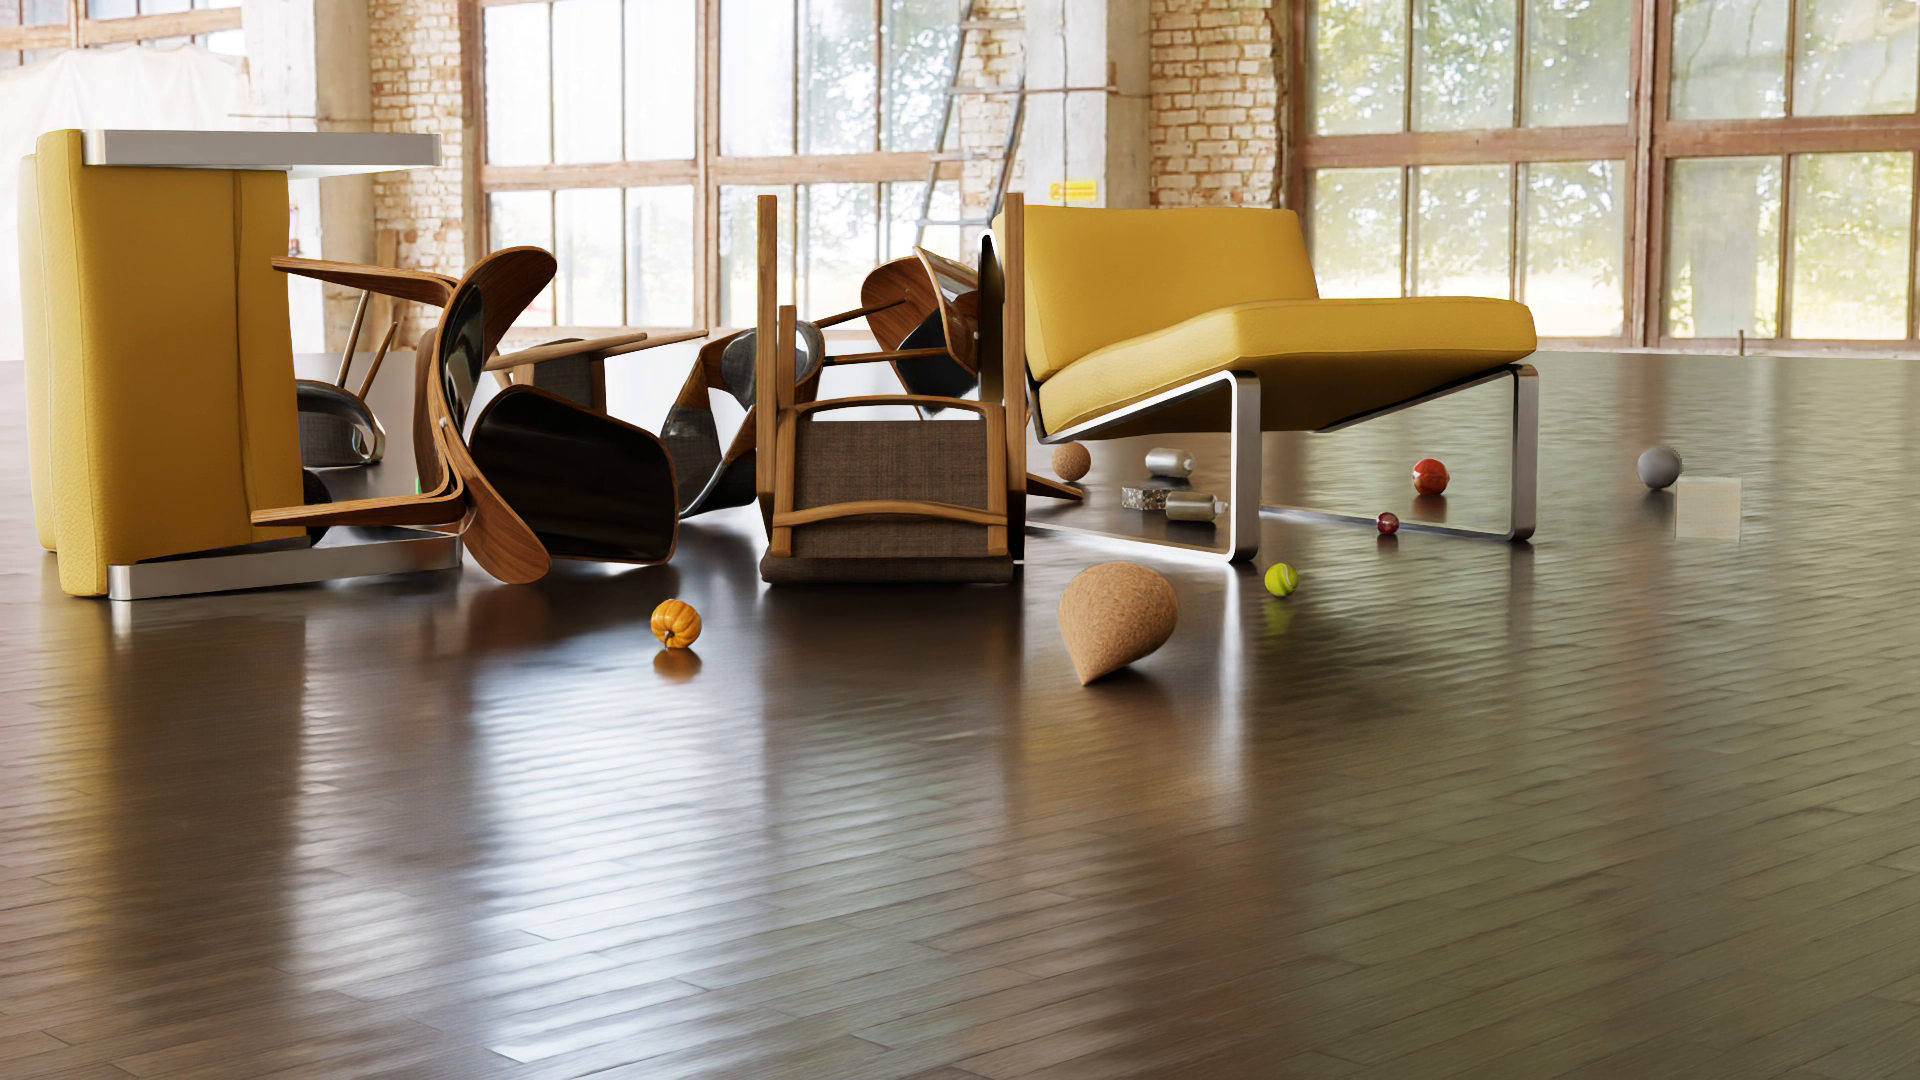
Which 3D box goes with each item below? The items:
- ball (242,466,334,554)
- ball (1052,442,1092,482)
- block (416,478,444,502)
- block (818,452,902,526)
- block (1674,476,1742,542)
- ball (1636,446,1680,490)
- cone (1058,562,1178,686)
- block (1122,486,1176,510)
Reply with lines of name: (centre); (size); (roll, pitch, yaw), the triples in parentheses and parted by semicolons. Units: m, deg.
ball: (-1.595, -0.072, 6.089); (0.209, 0.209, 0.209); (0, 6, 0)
ball: (0.357, -0.252, 8.238); (0.128, 0.128, 0.128); (0, 6, 0)
block: (-1.550, -0.147, 7.507); (0.077, 0.068, 0.039); (-2, 6, -21)
block: (-0.263, -0.135, 6.844); (0.219, 0.180, 0.204); (0, 6, -1)
block: (1.878, -0.077, 6.437); (0.155, 0.149, 0.158); (2, 6, 18)
ball: (2.160, -0.222, 7.931); (0.131, 0.131, 0.131); (0, 6, 0)
cone: (0.231, 0.179, 4.230); (0.223, 0.185, 0.236); (-33, 14, 31)
block: (0.538, -0.120, 7.312); (0.107, 0.055, 0.121); (-3, 6, -24)
